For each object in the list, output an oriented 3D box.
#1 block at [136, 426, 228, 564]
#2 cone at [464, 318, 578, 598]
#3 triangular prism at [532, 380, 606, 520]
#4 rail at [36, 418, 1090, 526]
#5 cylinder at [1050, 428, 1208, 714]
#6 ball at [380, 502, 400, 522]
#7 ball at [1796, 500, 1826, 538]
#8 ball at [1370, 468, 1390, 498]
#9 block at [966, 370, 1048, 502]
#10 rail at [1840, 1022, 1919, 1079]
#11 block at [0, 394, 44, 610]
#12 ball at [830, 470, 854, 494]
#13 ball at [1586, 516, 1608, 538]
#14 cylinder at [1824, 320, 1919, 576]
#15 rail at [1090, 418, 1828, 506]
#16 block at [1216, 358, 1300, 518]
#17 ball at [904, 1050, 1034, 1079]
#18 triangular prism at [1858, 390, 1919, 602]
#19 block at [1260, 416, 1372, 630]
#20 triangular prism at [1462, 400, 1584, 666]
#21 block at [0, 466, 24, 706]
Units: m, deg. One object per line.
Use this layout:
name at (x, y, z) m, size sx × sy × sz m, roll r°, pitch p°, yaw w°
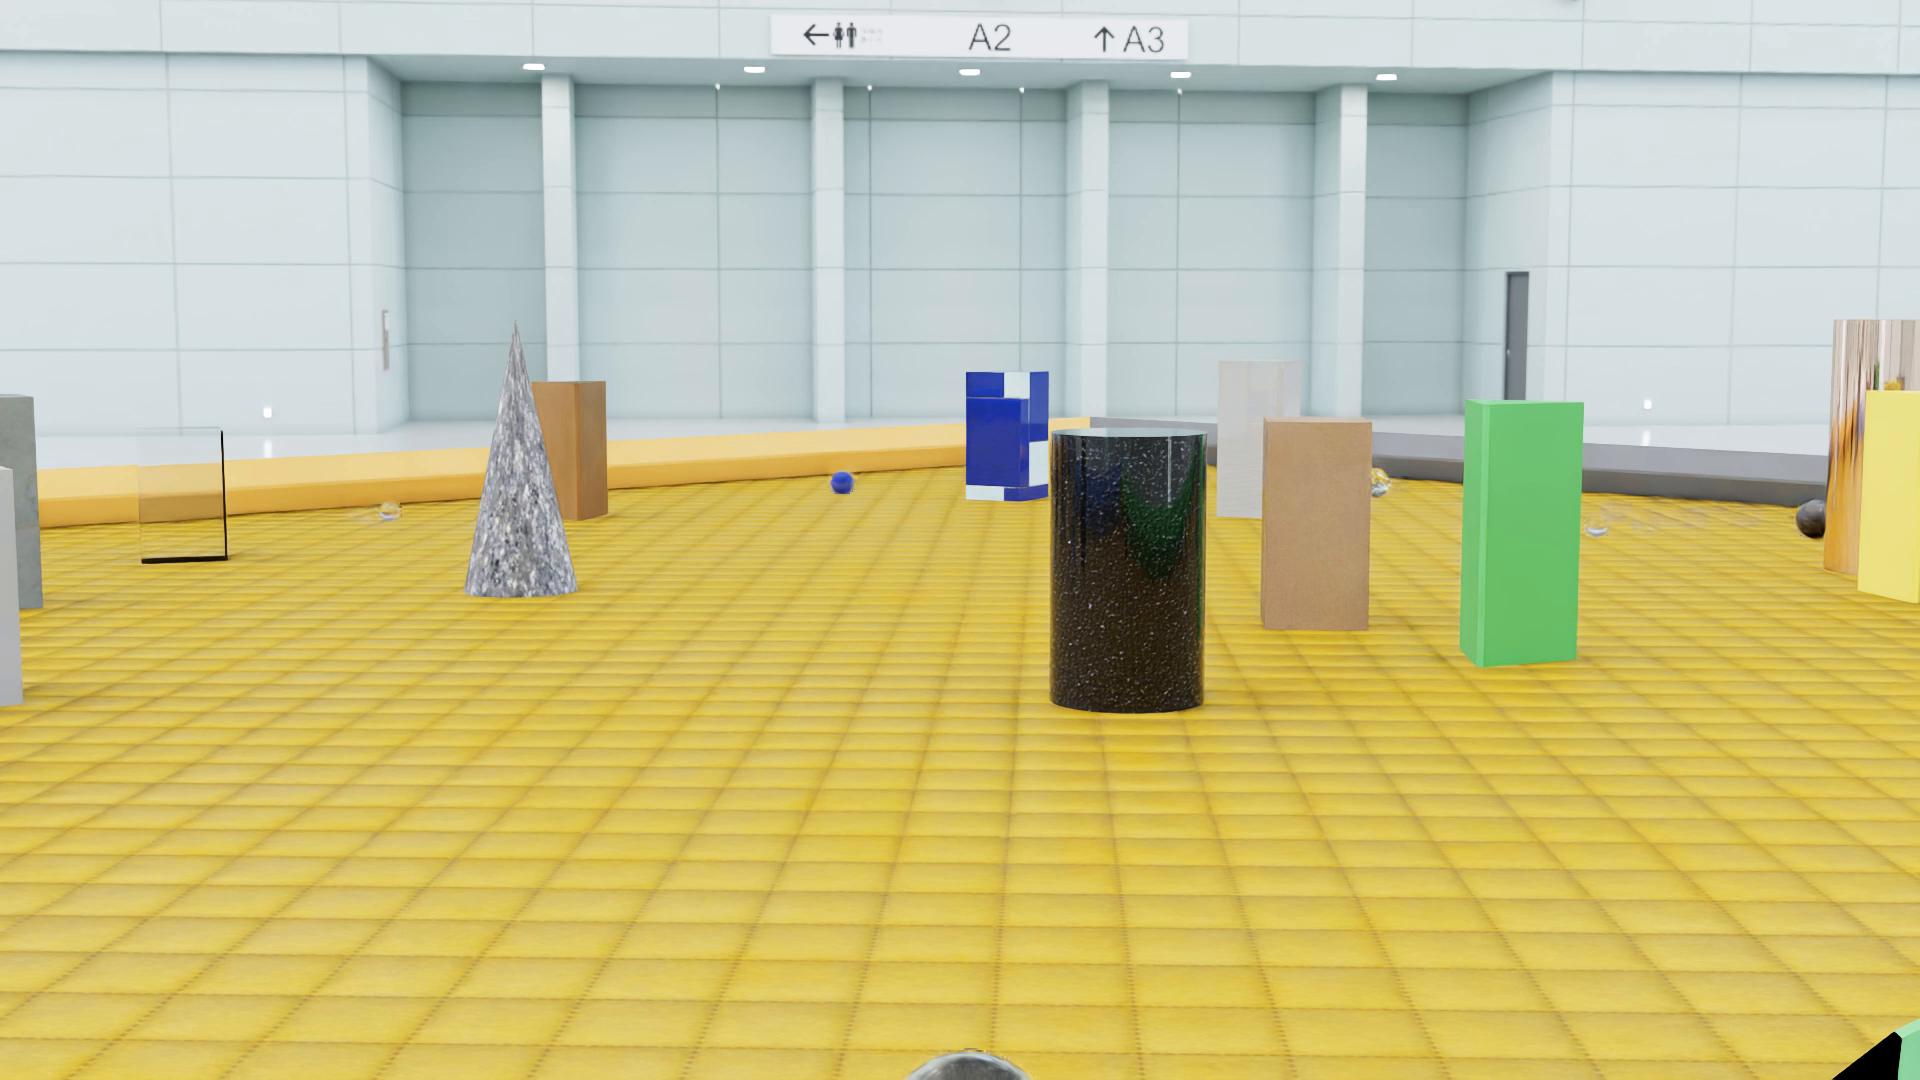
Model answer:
block at (-1.359, -0.080, 3.837) m, size 0.140 × 0.226 × 0.140 m, roll -2°, pitch 7°, yaw -21°
cone at (-0.683, -0.133, 3.397) m, size 0.174 × 0.424 × 0.174 m, roll 0°, pitch 6°, yaw 0°
triangular prism at (-0.792, -0.190, 4.591) m, size 0.151 × 0.281 × 0.131 m, roll 6°, pitch 8°, yaw 42°
rail at (-1.347, -0.127, 4.785) m, size 4.737 × 0.113 × 0.045 m, roll -6°, pitch 8°, yaw -42°
cylinder at (0.187, 0.030, 2.462) m, size 0.174 × 0.301 × 0.174 m, roll 0°, pitch 6°, yaw 0°
ball at (-1.165, -0.058, 4.493) m, size 0.040 × 0.040 × 0.040 m, roll 0°, pitch 6°, yaw 0°
ball at (1.622, -0.039, 4.165) m, size 0.073 × 0.073 × 0.073 m, roll 0°, pitch 6°, yaw 0°
ball at (0.948, -0.131, 5.029) m, size 0.070 × 0.070 × 0.070 m, roll 0°, pitch 6°, yaw 0°
block at (0.108, -0.240, 5.018) m, size 0.140 × 0.289 × 0.140 m, roll 3°, pitch 7°, yaw 29°
rail at (1.347, 0.186, 1.881) m, size 4.737 × 0.113 × 0.045 m, roll -6°, pitch 8°, yaw -42°
block at (-1.439, -0.056, 3.225) m, size 0.140 × 0.309 × 0.140 m, roll -4°, pitch 7°, yaw -33°
ball at (-0.275, -0.134, 5.124) m, size 0.055 × 0.055 × 0.055 m, roll 0°, pitch 6°, yaw 0°
ball at (1.213, -0.026, 4.185) m, size 0.042 × 0.042 × 0.042 m, roll 0°, pitch 6°, yaw 0°
cylinder at (1.535, -0.157, 3.650) m, size 0.174 × 0.417 × 0.174 m, roll 0°, pitch 6°, yaw 0°
rail at (1.723, -0.141, 4.914) m, size 0.045 × 0.113 × 4.021 m, roll -6°, pitch 8°, yaw -42°
block at (0.628, -0.215, 4.618) m, size 0.140 × 0.325 × 0.140 m, roll 3°, pitch 7°, yaw 22°
ball at (0.004, 0.289, 1.054) m, size 0.087 × 0.087 × 0.087 m, roll 0°, pitch 6°, yaw 0°
triangular prism at (1.439, -0.071, 3.354) m, size 0.151 × 0.310 × 0.131 m, roll -5°, pitch 8°, yaw -38°
block at (0.493, -0.025, 3.055) m, size 0.140 × 0.284 × 0.140 m, roll 1°, pitch 6°, yaw 5°
triangular prism at (0.678, -0.014, 2.771) m, size 0.151 × 0.322 × 0.131 m, roll -3°, pitch 7°, yaw -25°
block at (-1.139, 0.051, 2.450) m, size 0.140 × 0.262 × 0.140 m, roll -4°, pitch 8°, yaw -35°
